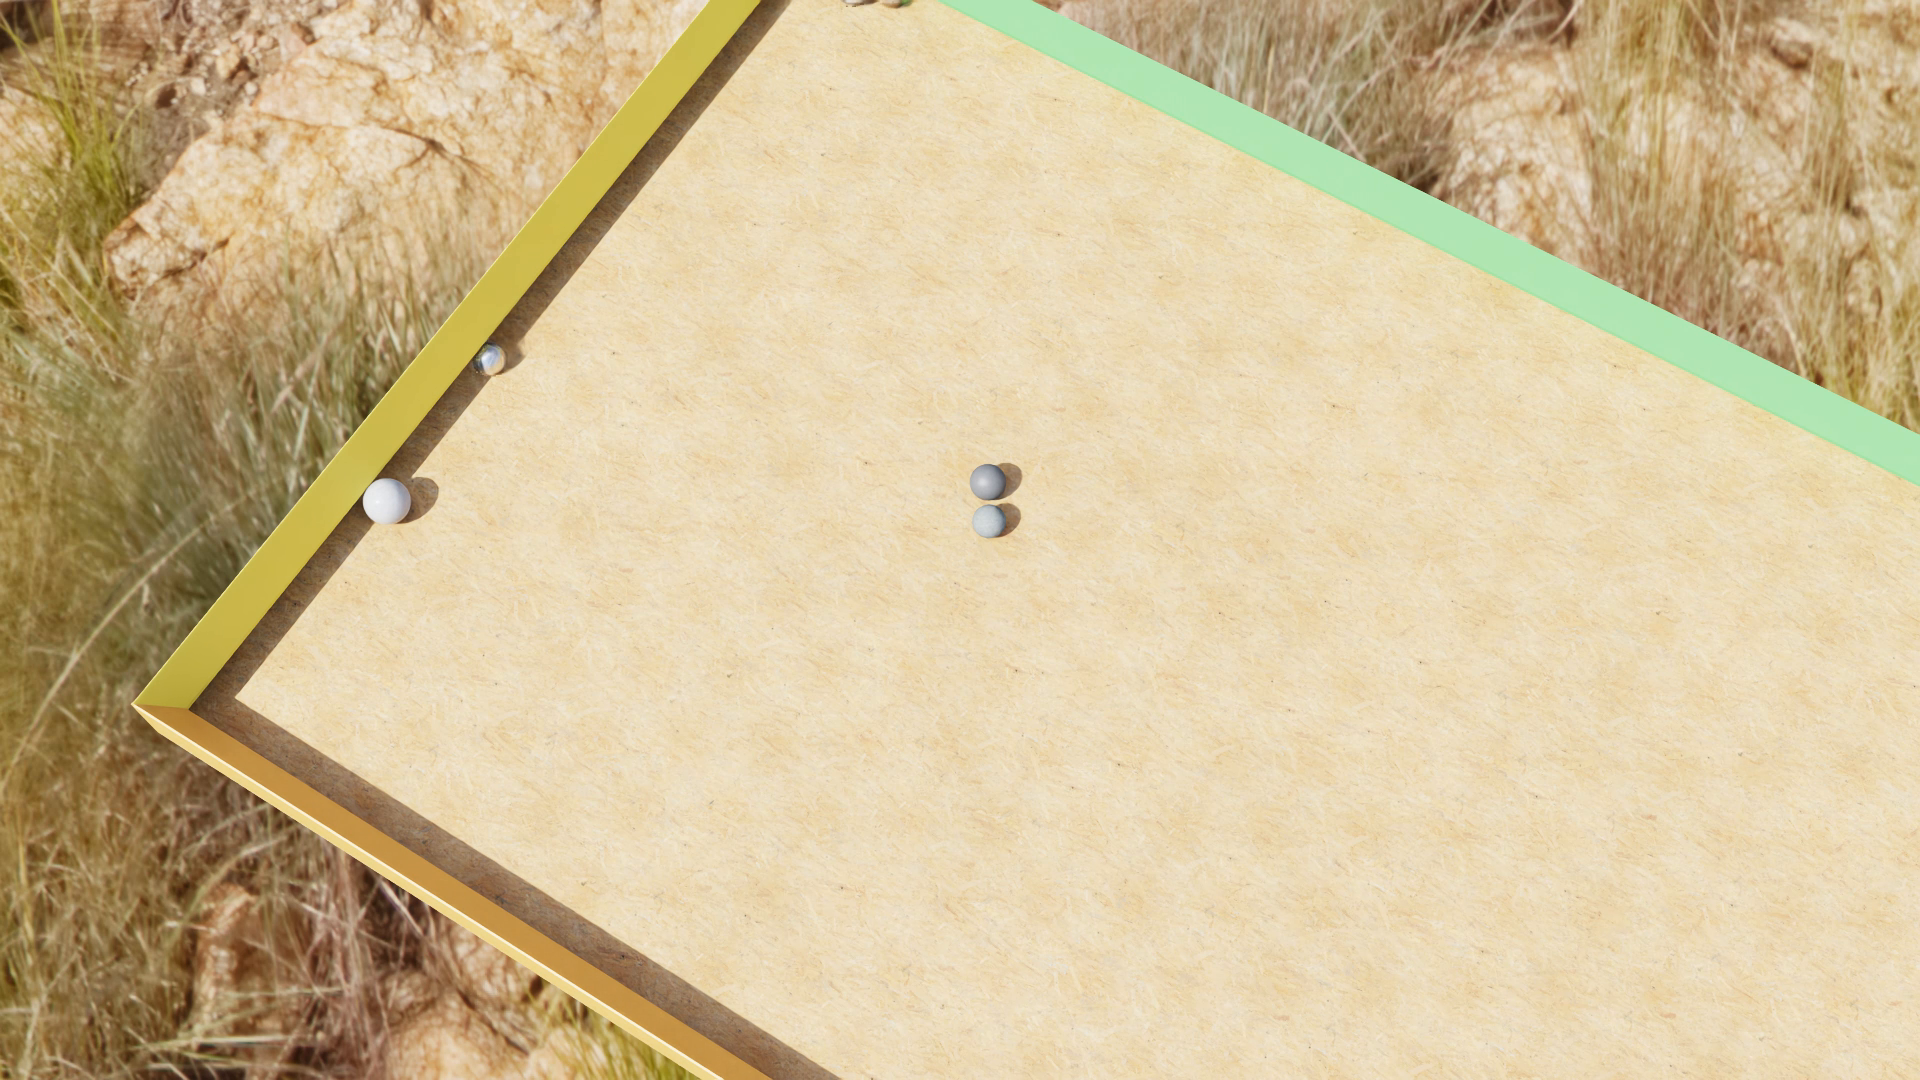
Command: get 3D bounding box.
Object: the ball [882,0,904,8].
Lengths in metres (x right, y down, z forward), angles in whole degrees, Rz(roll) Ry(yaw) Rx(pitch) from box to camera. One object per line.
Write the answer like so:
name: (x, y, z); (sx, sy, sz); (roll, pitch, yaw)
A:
ball: (-0.124, -1.003, 4.037); (0.048, 0.048, 0.048); (0, 65, 0)

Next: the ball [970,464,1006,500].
ball: (0.046, -0.095, 3.610); (0.061, 0.061, 0.061); (0, 65, 0)

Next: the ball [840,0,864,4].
ball: (-0.199, -1.021, 4.029); (0.077, 0.077, 0.077); (0, 65, 0)

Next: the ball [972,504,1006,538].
ball: (0.048, -0.030, 3.584); (0.056, 0.056, 0.056); (0, 65, 0)

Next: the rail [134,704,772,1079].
rail: (0.302, 1.121, 3.014); (3.639, 0.124, 0.045); (29, 69, 13)

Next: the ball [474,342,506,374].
ball: (-0.793, -0.307, 3.712); (0.054, 0.054, 0.054); (0, 65, 0)

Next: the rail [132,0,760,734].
rail: (-0.756, -0.434, 3.731); (0.045, 0.124, 1.862); (29, 69, 13)

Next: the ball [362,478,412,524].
ball: (-0.935, -0.063, 3.587); (0.076, 0.076, 0.076); (0, 65, 0)

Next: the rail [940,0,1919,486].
rail: (1.250, -0.284, 3.662); (3.639, 0.124, 0.045); (29, 69, 13)
